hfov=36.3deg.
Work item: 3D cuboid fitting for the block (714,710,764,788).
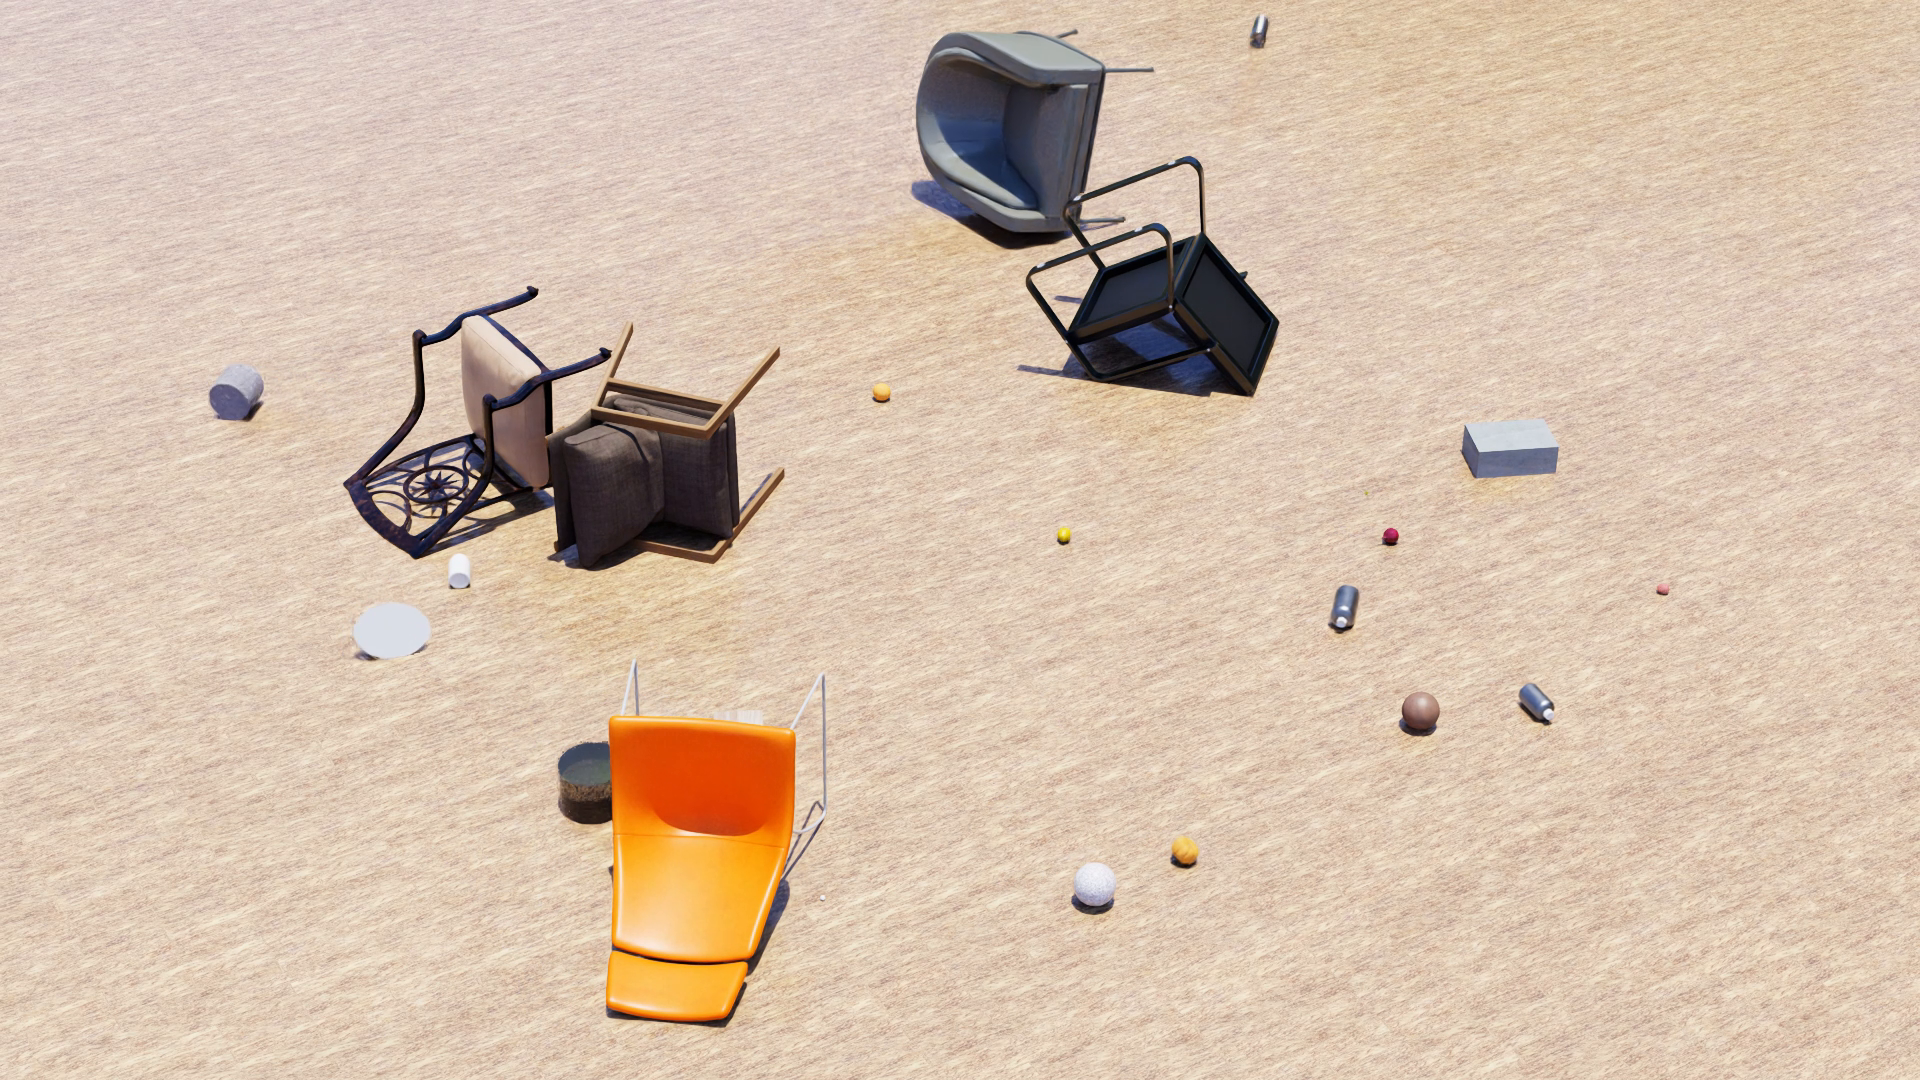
[{"bbox_3d":[-0.731,0.692,9.722,0.161,0.190,0.165,-2,33,-3],"label":"block"}]

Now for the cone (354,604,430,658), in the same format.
[{"bbox_3d":[-2.025,0.313,10.390,0.264,0.194,0.189,-3,5,-18],"label":"cone"}]

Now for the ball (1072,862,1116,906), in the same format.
[{"bbox_3d":[0.422,1.078,9.183,0.137,0.137,0.137,0,33,0],"label":"ball"}]

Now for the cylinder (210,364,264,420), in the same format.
[{"bbox_3d":[-2.882,-0.590,11.686,0.162,0.171,0.164,-24,25,25],"label":"cylinder"}]

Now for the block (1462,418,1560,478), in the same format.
[{"bbox_3d":[2.134,-0.355,11.373,0.315,0.121,0.212,-4,34,-6],"label":"block"}]

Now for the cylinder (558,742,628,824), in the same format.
[{"bbox_3d":[-1.200,0.795,9.592,0.220,0.160,0.235,-2,33,-3],"label":"cylinder"}]
